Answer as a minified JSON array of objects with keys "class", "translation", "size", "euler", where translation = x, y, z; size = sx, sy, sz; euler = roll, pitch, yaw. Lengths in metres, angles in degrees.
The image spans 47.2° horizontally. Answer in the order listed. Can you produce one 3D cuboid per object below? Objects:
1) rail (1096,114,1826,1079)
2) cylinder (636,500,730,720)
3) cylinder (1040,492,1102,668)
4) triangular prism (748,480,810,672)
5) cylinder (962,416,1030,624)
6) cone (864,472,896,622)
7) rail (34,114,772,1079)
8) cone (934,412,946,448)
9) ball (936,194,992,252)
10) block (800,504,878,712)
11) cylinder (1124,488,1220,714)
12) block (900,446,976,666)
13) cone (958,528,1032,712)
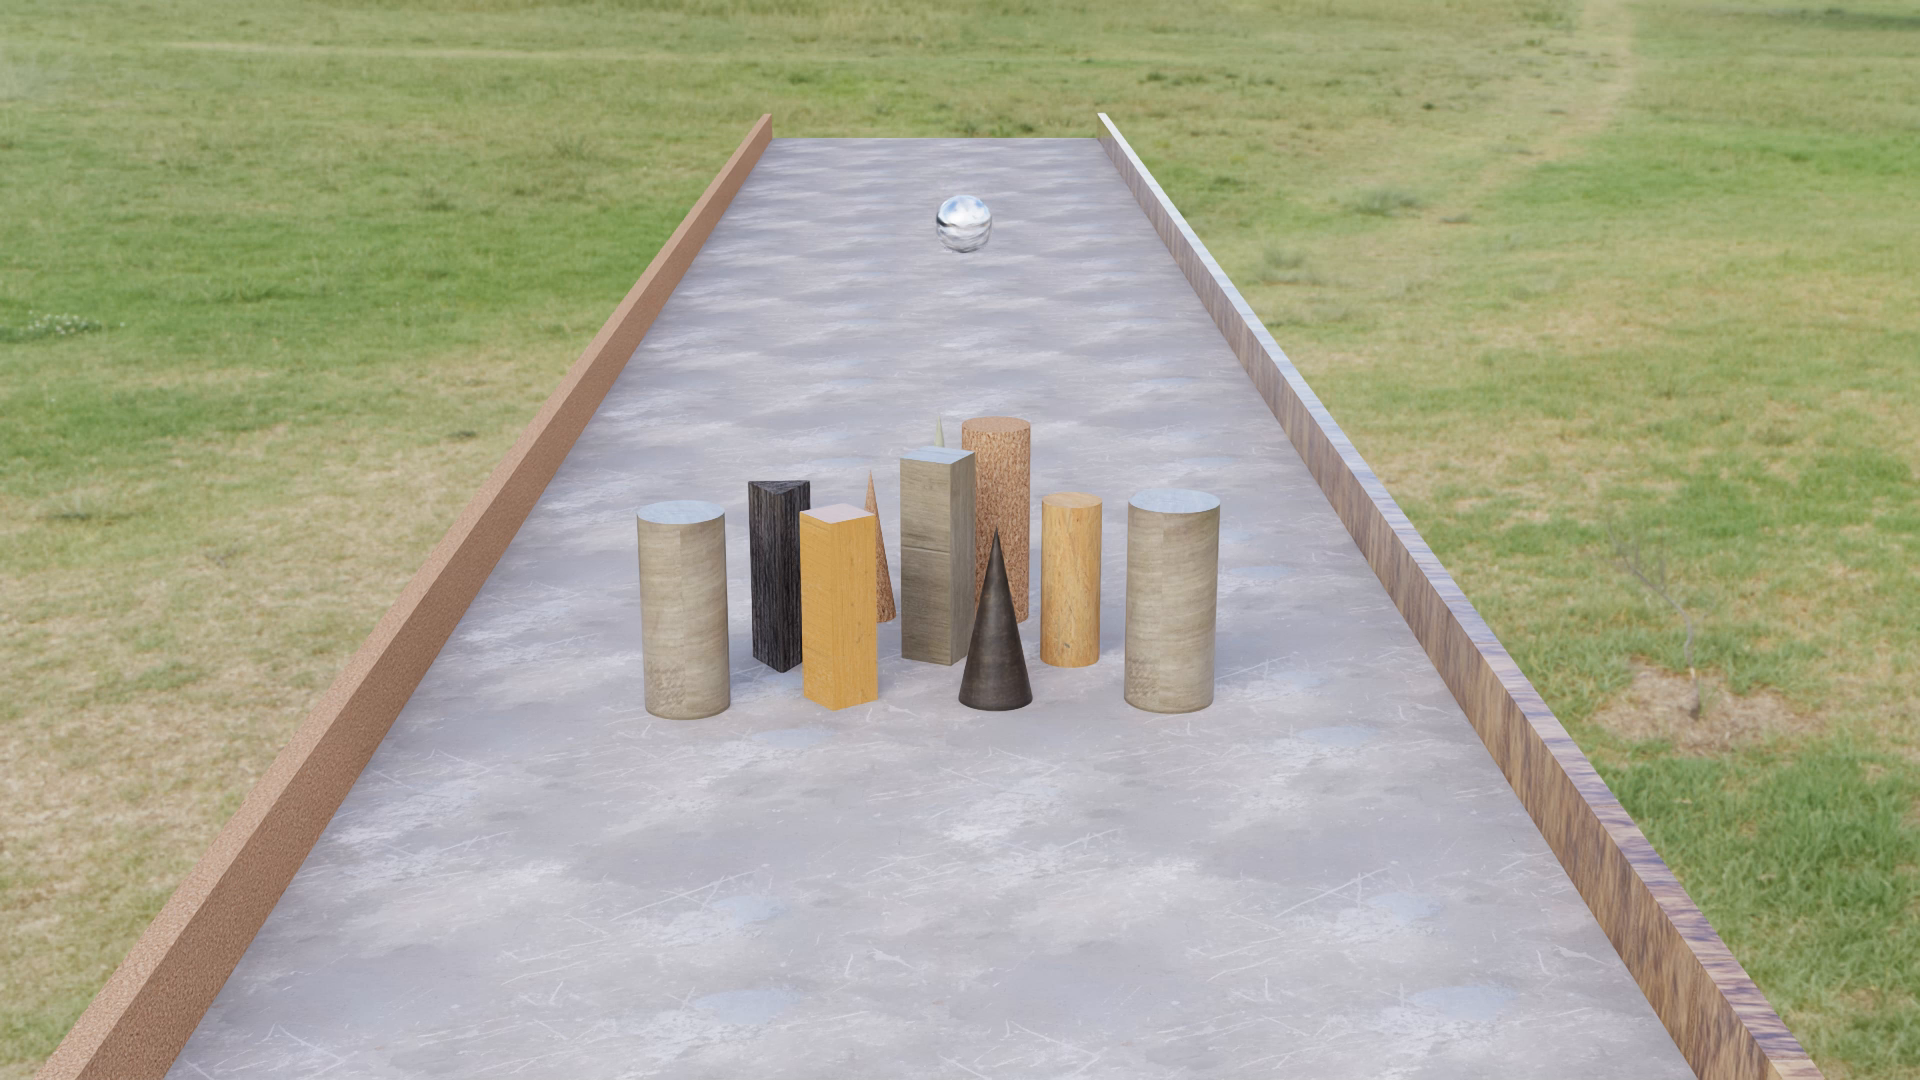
[{"class":"rail","translation":[0.932,-0.844,7.801],"size":[0.050,0.150,12.000],"euler":[0,17,-1]},{"class":"cylinder","translation":[-0.516,0.131,4.120],"size":[0.162,0.381,0.162],"euler":[0,17,0]},{"class":"cylinder","translation":[0.221,0.079,4.383],"size":[0.119,0.330,0.119],"euler":[0,17,0]},{"class":"triangular prism","translation":[-0.340,0.065,4.366],"size":[0.103,0.365,0.119],"euler":[-11,20,-32]},{"class":"cylinder","translation":[0.075,-0.040,4.627],"size":[0.143,0.418,0.143],"euler":[0,17,0]},{"class":"cone","translation":[-0.187,0.006,4.640],"size":[0.103,0.323,0.103],"euler":[0,17,0]},{"class":"rail","translation":[-1.118,-0.838,7.780],"size":[0.050,0.150,12.000],"euler":[0,17,-1]},{"class":"cone","translation":[-0.046,-0.100,4.898],"size":[0.128,0.380,0.128],"euler":[0,17,0]},{"class":"ball","translation":[0.016,-1.336,9.292],"size":[0.243,0.243,0.243],"euler":[0,17,0]},{"class":"block","translation":[-0.229,0.126,4.158],"size":[0.102,0.368,0.102],"euler":[-12,20,-35]},{"class":"cylinder","translation":[0.399,0.115,4.153],"size":[0.171,0.392,0.171],"euler":[0,17,0]},{"class":"block","translation":[-0.043,0.031,4.392],"size":[0.110,0.416,0.110],"euler":[8,18,26]},{"class":"cone","translation":[0.068,0.137,4.161],"size":[0.143,0.345,0.143],"euler":[0,17,0]}]
